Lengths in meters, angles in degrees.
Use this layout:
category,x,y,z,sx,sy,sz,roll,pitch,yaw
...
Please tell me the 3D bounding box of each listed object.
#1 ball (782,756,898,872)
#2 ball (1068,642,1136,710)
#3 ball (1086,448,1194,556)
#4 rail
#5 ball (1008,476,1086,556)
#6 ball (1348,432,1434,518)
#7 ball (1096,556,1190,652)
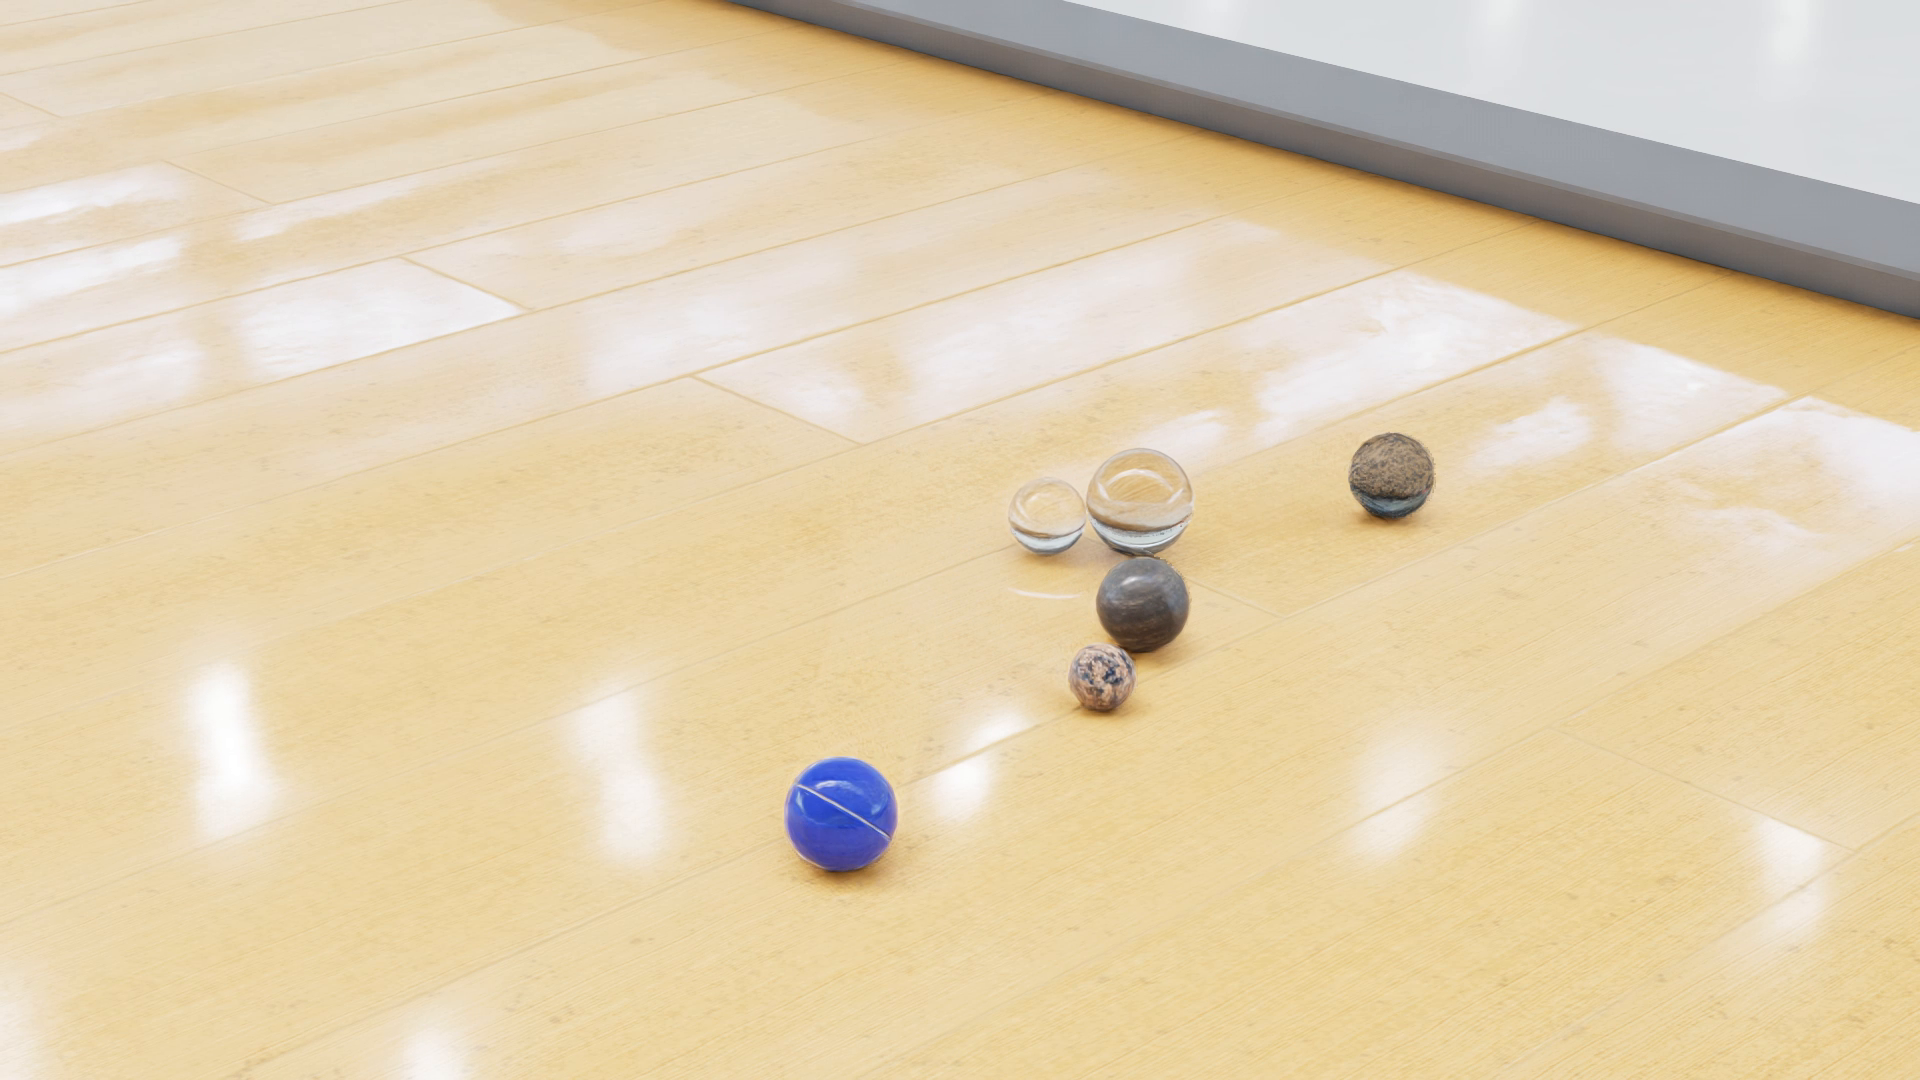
category,x,y,z,sx,sy,sz,roll,pitch,yaw
ball,-0.078,0.178,1.918,0.075,0.075,0.075,0,23,0
ball,0.103,0.099,2.135,0.050,0.050,0.050,0,23,0
ball,0.146,-0.031,2.386,0.088,0.088,0.088,0,23,0
rail,0.128,-0.615,3.700,0.045,0.114,4.029,-20,31,-39
ball,0.071,-0.020,2.390,0.064,0.064,0.064,0,23,0
ball,0.361,-0.054,2.460,0.072,0.072,0.072,0,23,0
ball,0.138,0.048,2.224,0.071,0.071,0.071,0,23,0
